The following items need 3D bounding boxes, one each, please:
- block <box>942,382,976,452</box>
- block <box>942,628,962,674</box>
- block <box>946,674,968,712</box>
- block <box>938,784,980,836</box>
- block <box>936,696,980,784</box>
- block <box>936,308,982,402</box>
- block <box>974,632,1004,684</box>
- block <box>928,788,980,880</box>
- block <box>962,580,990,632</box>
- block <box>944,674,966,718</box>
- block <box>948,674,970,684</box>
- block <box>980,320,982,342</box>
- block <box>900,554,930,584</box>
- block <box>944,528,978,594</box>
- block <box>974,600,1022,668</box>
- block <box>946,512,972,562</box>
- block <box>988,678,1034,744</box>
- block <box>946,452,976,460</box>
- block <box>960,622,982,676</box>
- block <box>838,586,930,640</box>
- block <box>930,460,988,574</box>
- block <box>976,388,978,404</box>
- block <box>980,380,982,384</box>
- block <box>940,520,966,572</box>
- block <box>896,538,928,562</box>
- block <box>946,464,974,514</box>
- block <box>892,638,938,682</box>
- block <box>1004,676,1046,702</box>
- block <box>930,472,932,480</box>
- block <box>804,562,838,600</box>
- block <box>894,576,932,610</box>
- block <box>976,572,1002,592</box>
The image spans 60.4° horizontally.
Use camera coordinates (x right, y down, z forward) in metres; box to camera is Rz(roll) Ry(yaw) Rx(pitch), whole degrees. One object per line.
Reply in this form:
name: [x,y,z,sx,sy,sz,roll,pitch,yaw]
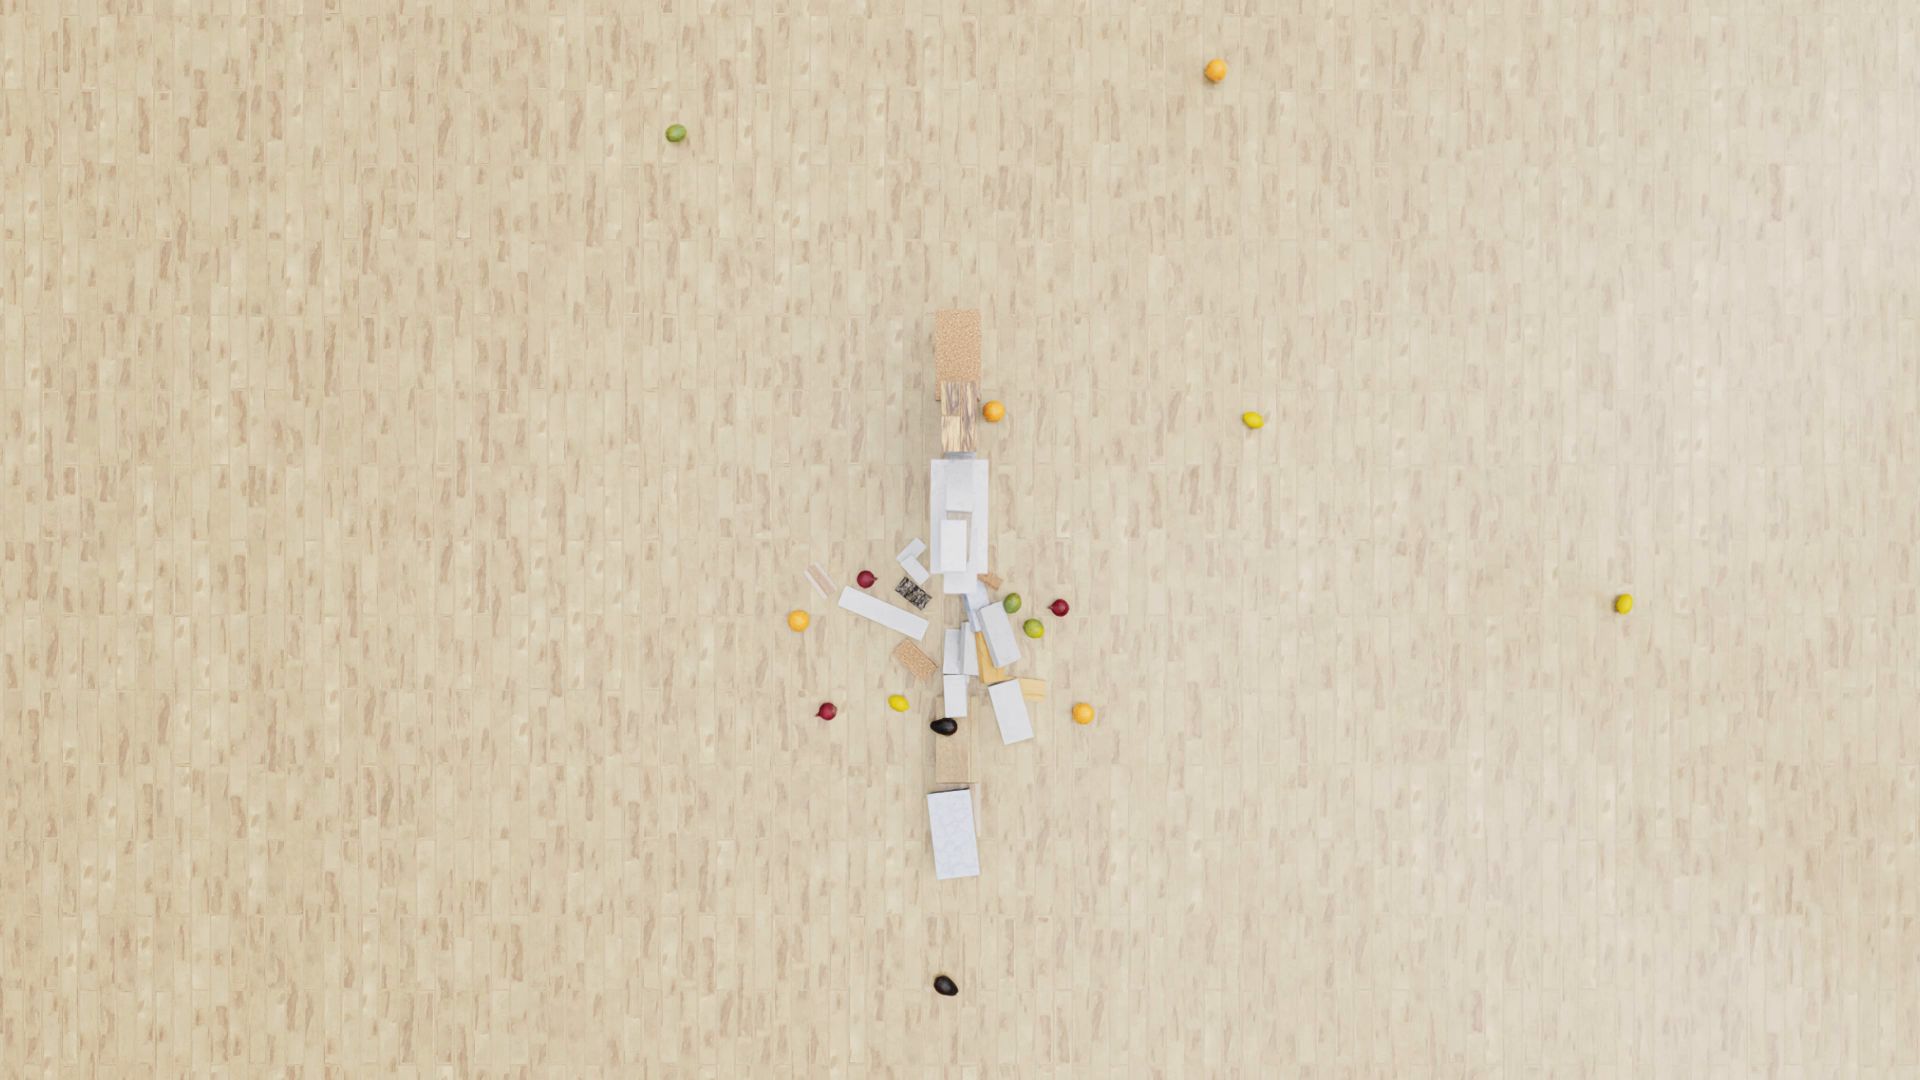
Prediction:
block: [-0.003,-0.370,4.948,0.105,0.030,0.211,0,90,0]
block: [-0.023,0.371,5.463,0.058,0.016,0.152,4,74,1]
block: [-0.010,0.504,5.458,0.069,0.020,0.139,1,61,1]
block: [-0.003,0.841,5.480,0.141,0.040,0.282,0,90,0]
block: [-0.008,0.661,5.449,0.141,0.040,0.282,0,77,0]
block: [-0.006,-0.582,5.194,0.143,0.041,0.286,0,90,0]
block: [0.098,0.385,5.462,0.086,0.024,0.171,-5,88,-37]
block: [-0.021,0.968,5.440,0.141,0.040,0.282,-7,90,0]
block: [0.057,0.214,5.459,0.086,0.024,0.171,-13,86,-40]
block: [-0.016,0.514,5.420,0.069,0.020,0.139,-3,74,-1]
block: [-0.004,0.409,5.471,0.069,0.020,0.139,1,74,0]
block: [-0.002,-0.675,5.357,0.143,0.286,0.041,0,90,0]
block: [-0.149,0.098,5.483,0.049,0.014,0.099,-42,101,-1]
block: [0.001,0.062,5.081,0.101,0.029,0.203,1,90,0]
block: [0.127,0.312,5.454,0.101,0.029,0.203,-20,92,-40]
block: [-0.006,-0.012,5.056,0.078,0.022,0.156,3,90,0]
block: [0.169,0.568,5.471,0.101,0.029,0.203,-16,97,3]
block: [0.004,-0.336,5.295,0.096,0.027,0.192,0,90,0]
block: [0.042,0.361,5.453,0.086,0.024,0.171,9,80,-37]
block: [-0.254,0.243,5.490,0.304,0.020,0.070,24,90,0]
block: [-0.002,-0.073,5.121,0.176,0.050,0.352,0,90,0]
block: [0.003,-0.440,5.068,0.105,0.211,0.030,-4,90,0]
block: [-0.002,-0.485,5.357,0.143,0.286,0.041,0,90,0]
block: [-0.020,0.017,5.034,0.078,0.022,0.156,1,90,0]
block: [-0.162,0.042,5.493,0.049,0.014,0.099,44,90,0]
block: [-0.001,-0.158,5.059,0.078,0.022,0.156,3,69,0]
block: [-0.150,0.401,5.490,0.140,0.020,0.070,44,90,0]
block: [0.213,0.495,5.490,0.140,0.020,0.070,6,90,0]
block: [-0.003,-0.183,5.323,0.176,0.352,0.050,0,88,0]
block: [-0.463,0.135,5.492,0.058,0.016,0.115,-37,90,0]
block: [-0.155,0.178,5.492,0.115,0.016,0.058,38,90,0]
block: [0.091,0.126,5.476,0.099,0.050,0.014,31,129,0]
